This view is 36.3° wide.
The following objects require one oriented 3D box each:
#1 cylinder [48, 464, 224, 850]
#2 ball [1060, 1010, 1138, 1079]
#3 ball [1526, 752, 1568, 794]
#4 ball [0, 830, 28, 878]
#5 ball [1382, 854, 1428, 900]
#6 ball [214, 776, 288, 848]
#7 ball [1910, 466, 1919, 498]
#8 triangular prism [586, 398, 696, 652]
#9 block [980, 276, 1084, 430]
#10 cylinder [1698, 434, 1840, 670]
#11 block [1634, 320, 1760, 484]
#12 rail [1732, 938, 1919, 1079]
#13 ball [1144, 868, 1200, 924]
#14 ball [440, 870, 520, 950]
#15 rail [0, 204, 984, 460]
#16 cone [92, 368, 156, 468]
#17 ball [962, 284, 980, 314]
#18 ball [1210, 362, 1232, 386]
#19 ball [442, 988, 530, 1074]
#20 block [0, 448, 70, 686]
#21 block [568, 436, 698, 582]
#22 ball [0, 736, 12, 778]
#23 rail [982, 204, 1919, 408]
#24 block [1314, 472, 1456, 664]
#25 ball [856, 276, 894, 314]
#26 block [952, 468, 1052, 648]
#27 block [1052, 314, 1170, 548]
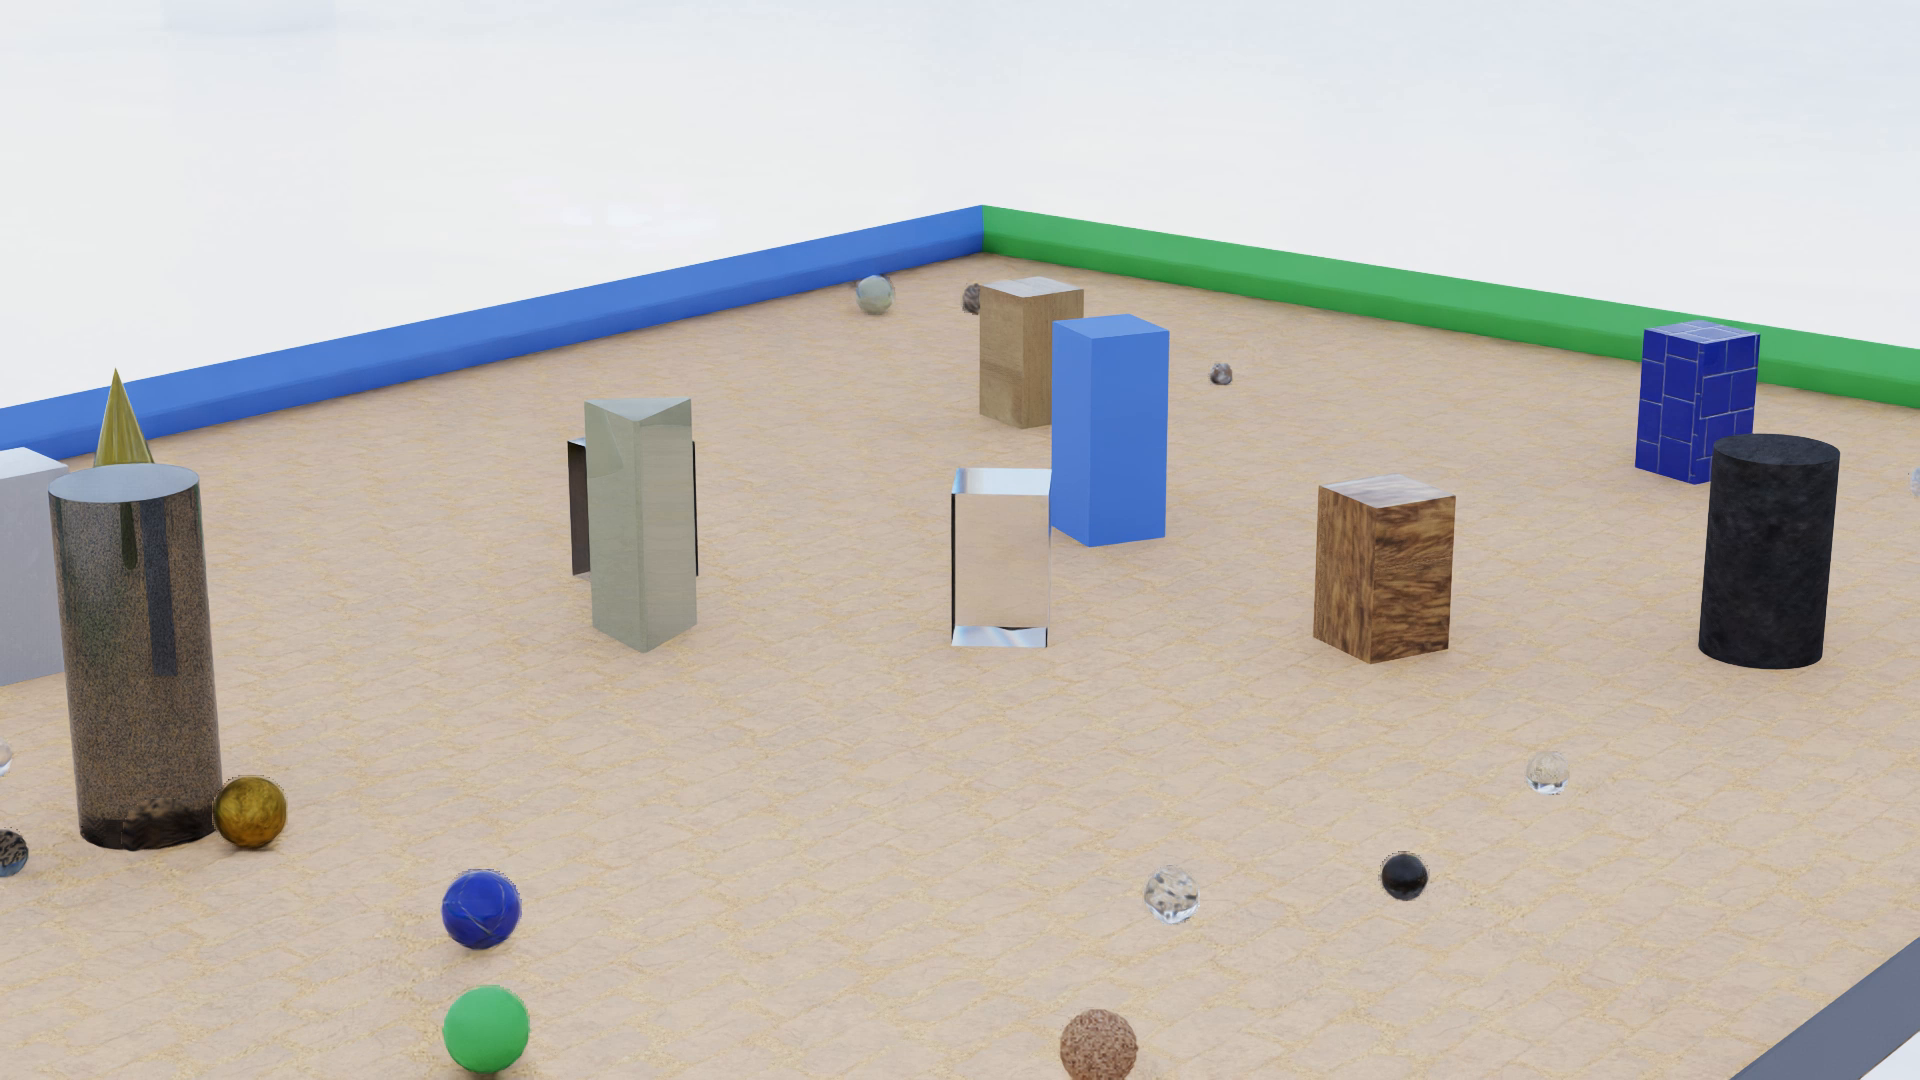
[{"bbox_3d":[-1.137,0.160,4.060,0.199,0.498,0.199,0,17,0],"label":"cylinder"},{"bbox_3d":[0.159,0.583,3.363,0.089,0.089,0.089,0,17,0],"label":"ball"},{"bbox_3d":[0.847,0.337,4.231,0.061,0.061,0.061,0,17,0],"label":"ball"},{"bbox_3d":[-1.287,0.422,3.945,0.064,0.064,0.064,0,17,0],"label":"ball"},{"bbox_3d":[0.587,0.445,3.871,0.061,0.061,0.061,0,17,0],"label":"ball"},{"bbox_3d":[-0.977,0.375,4.039,0.099,0.099,0.099,0,17,0],"label":"ball"},{"bbox_3d":[1.885,-0.112,5.706,0.071,0.071,0.071,0,17,0],"label":"ball"},{"bbox_3d":[-0.510,-0.035,4.888,0.150,0.395,0.173,-12,20,-34],"label":"triangular prism"},{"bbox_3d":[0.153,-0.404,6.302,0.159,0.286,0.159,-11,20,-33],"label":"block"},{"bbox_3d":[1.324,0.017,4.803,0.199,0.344,0.199,0,17,0],"label":"cylinder"},{"bbox_3d":[1.479,-0.278,5.884,0.159,0.286,0.159,-11,20,-33],"label":"block"},{"bbox_3d":[1.481,0.403,3.888,0.045,0.129,4.757,14,22,39],"label":"rail"},{"bbox_3d":[0.274,0.461,3.801,0.071,0.071,0.071,0,17,0],"label":"ball"},{"bbox_3d":[-0.609,0.470,3.723,0.100,0.100,0.100,0,17,0],"label":"ball"},{"bbox_3d":[-1.481,-0.338,6.351,0.045,0.129,4.757,14,22,39],"label":"rail"},{"bbox_3d":[-1.539,-0.156,5.391,0.199,0.336,0.199,0,17,0],"label":"cone"},{"bbox_3d":[0.042,-0.601,7.320,0.075,0.075,0.075,0,17,0],"label":"ball"},{"bbox_3d":[0.588,-0.373,6.600,0.054,0.054,0.054,0,17,0],"label":"ball"},{"bbox_3d":[-0.549,0.568,3.397,0.099,0.099,0.099,0,17,0],"label":"ball"},{"bbox_3d":[-1.534,0.042,4.730,0.159,0.338,0.159,-15,22,-40],"label":"block"},{"bbox_3d":[-0.580,-0.055,5.206,0.159,0.249,0.159,-16,23,-42],"label":"block"},{"bbox_3d":[-1.421,0.317,4.273,0.075,0.075,0.075,0,17,0],"label":"ball"},{"bbox_3d":[1.544,-0.480,6.822,3.970,0.129,0.045,14,22,39],"label":"rail"},{"bbox_3d":[0.700,0.045,4.848,0.159,0.264,0.159,-9,19,-28],"label":"block"},{"bbox_3d":[-0.213,-0.611,7.320,0.097,0.097,0.097,0,17,0],"label":"ball"},{"bbox_3d":[0.070,0.028,4.907,0.159,0.263,0.159,1,17,3],"label":"block"},{"bbox_3d":[0.277,-0.205,5.454,0.159,0.394,0.159,-7,18,-23],"label":"block"}]
